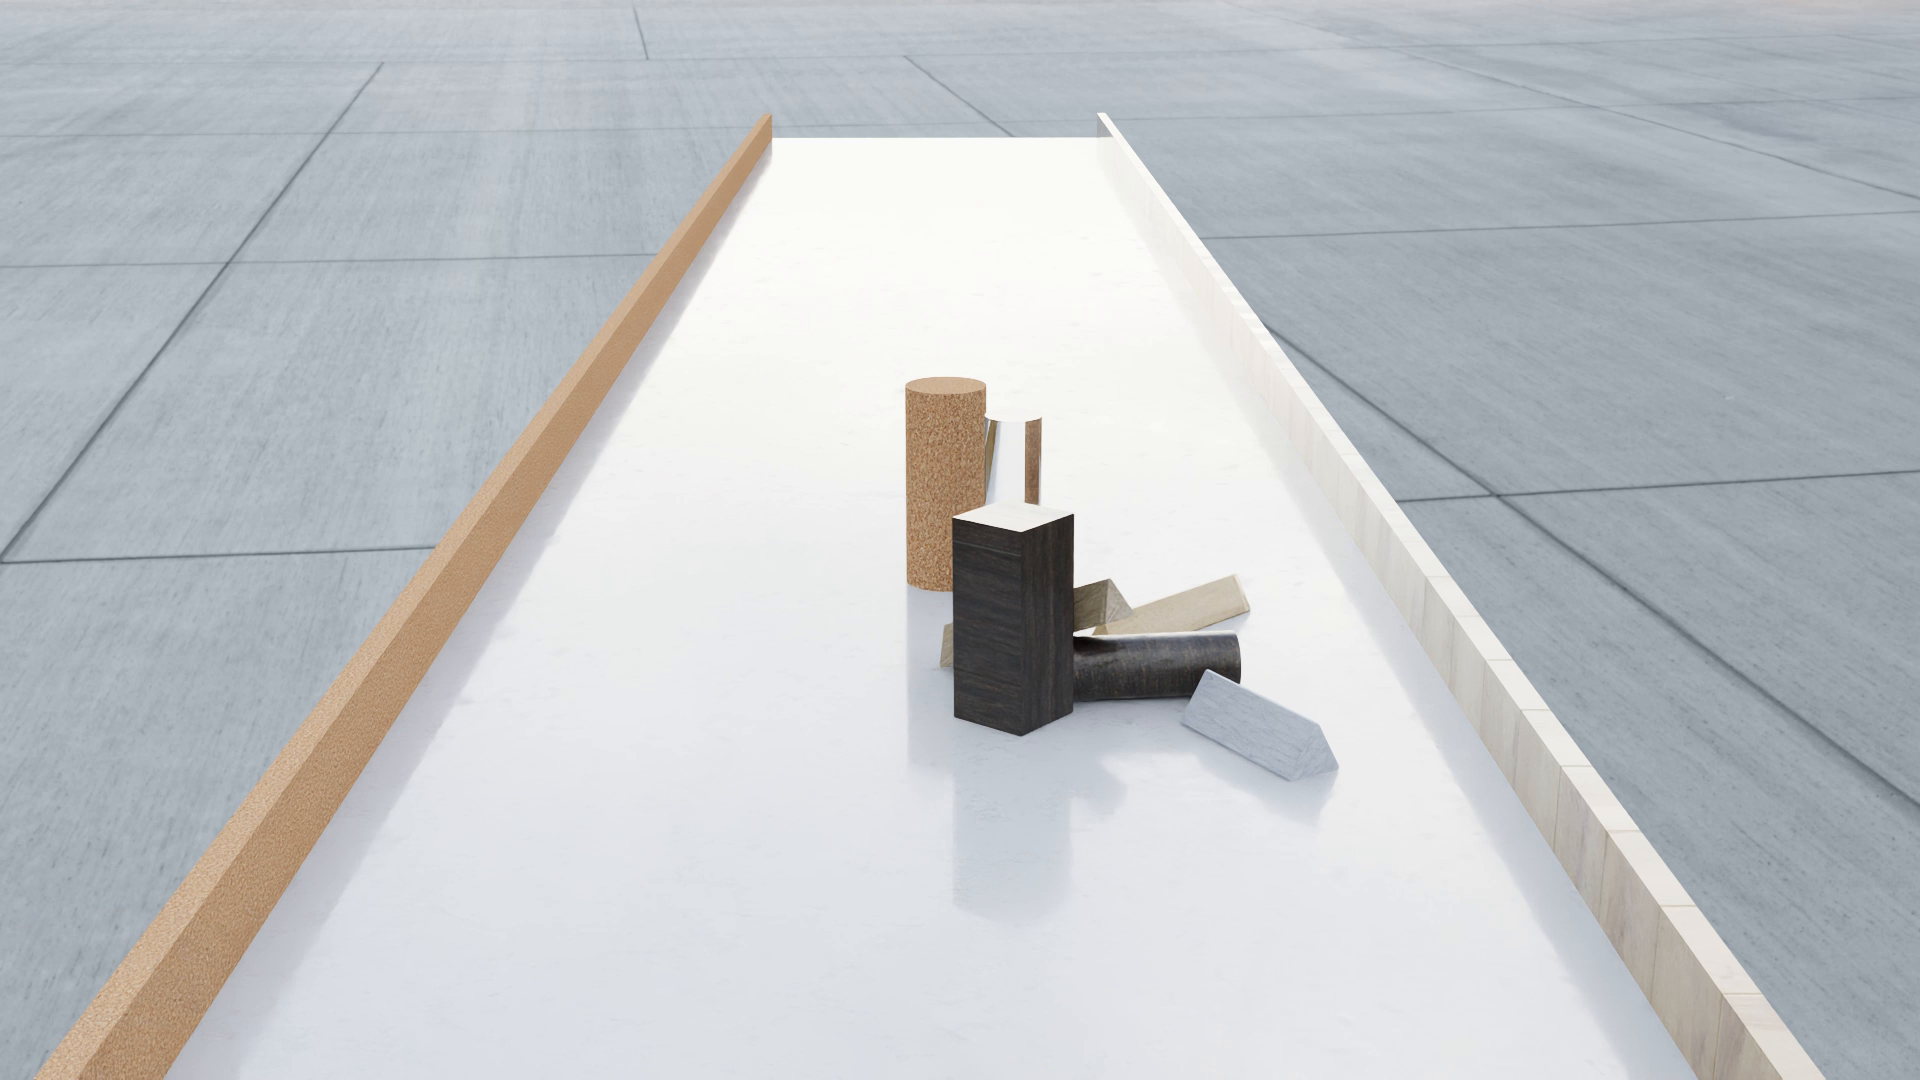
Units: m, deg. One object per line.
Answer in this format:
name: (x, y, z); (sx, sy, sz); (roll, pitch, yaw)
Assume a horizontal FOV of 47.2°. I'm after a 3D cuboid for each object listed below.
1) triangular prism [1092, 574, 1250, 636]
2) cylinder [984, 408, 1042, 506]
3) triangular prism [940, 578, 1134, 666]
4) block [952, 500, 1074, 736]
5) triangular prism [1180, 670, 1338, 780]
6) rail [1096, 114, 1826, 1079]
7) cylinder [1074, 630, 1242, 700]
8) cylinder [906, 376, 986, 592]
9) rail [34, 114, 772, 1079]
triangular prism: (0.439, 0.150, 4.584); (0.087, 0.075, 0.434); (16, 23, 43)
cylinder: (0.111, -0.050, 4.626); (0.119, 0.438, 0.119); (0, 17, 0)
triangular prism: (0.135, 0.158, 4.245); (0.429, 0.079, 0.091); (-18, -4, 41)
block: (0.099, 0.141, 4.068); (0.159, 0.388, 0.159); (12, 21, 38)
triangular prism: (0.538, 0.325, 3.957); (0.111, 0.096, 0.318); (-9, 19, -29)
rail: (0.932, -0.844, 7.801); (0.050, 0.150, 12.000); (0, 17, -1)
cylinder: (0.357, 0.239, 4.208); (0.342, 0.122, 0.122); (-2, 17, -7)
cylinder: (-0.031, -0.125, 4.866); (0.179, 0.445, 0.179); (0, 17, 0)
rail: (-1.118, -0.838, 7.780); (0.050, 0.150, 12.000); (0, 17, -1)
